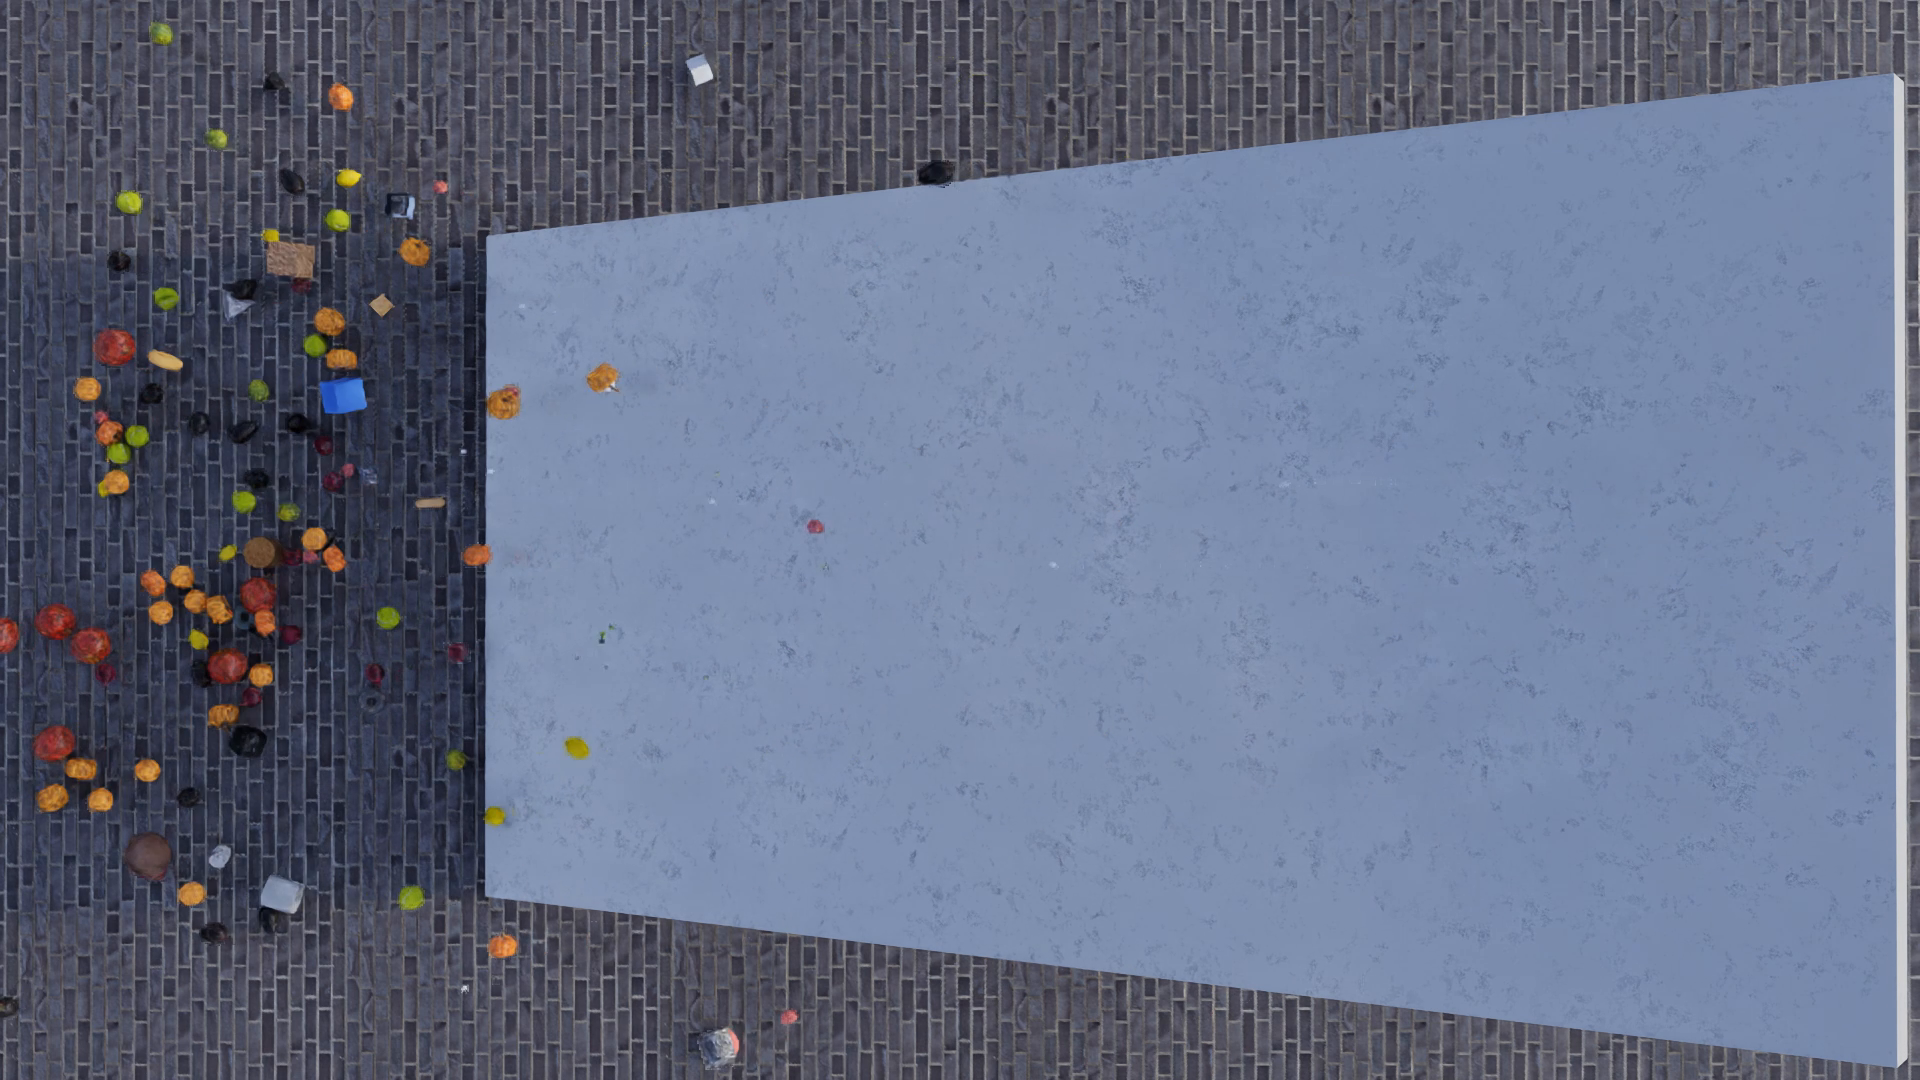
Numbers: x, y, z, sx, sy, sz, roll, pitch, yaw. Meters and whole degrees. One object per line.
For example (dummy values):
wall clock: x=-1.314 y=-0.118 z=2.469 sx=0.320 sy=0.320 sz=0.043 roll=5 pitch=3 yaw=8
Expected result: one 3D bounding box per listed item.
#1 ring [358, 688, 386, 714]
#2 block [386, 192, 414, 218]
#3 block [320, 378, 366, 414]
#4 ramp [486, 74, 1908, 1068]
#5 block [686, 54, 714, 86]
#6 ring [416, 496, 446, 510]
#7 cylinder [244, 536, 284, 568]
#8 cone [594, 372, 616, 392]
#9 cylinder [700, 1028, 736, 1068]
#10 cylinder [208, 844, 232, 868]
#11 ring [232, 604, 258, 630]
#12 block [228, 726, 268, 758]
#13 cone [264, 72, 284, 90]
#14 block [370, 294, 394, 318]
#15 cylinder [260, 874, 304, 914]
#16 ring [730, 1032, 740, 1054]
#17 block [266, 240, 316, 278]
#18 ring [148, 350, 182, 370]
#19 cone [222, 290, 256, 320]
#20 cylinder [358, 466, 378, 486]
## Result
ring: x=-1.798 y=0.493 z=6.723 sx=0.083 sy=0.028 sz=0.083 roll=0 pitch=89 yaw=1
block: x=-1.706 y=-1.019 z=6.699 sx=0.064 sy=0.064 sz=0.064 roll=2 pitch=85 yaw=7
block: x=-1.870 y=-0.438 z=6.666 sx=0.092 sy=0.092 sz=0.092 roll=-18 pitch=107 yaw=-41
ramp: x=0.251 y=0.069 z=5.581 sx=4.000 sy=0.100 sz=2.000 roll=0 pitch=89 yaw=34
block: x=-0.794 y=-1.435 z=6.710 sx=0.058 sy=0.058 sz=0.058 roll=-22 pitch=49 yaw=-4
ring: x=-1.611 y=-0.113 z=6.691 sx=0.089 sy=0.089 sz=0.030 roll=3 pitch=102 yaw=0
cylinder: x=-2.118 y=0.038 z=6.693 sx=0.094 sy=0.094 sz=0.094 roll=0 pitch=90 yaw=0
cone: x=-1.037 y=-0.459 z=6.358 sx=0.057 sy=0.057 sz=0.057 roll=0 pitch=89 yaw=34
cylinder: x=-0.729 y=1.533 z=6.631 sx=0.092 sy=0.092 sz=0.092 roll=-19 pitch=70 yaw=0
cylinder: x=-2.249 y=0.962 z=6.685 sx=0.051 sy=0.051 sz=0.051 roll=4 pitch=125 yaw=6
ring: x=-2.187 y=0.236 z=6.725 sx=0.080 sy=0.027 sz=0.080 roll=0 pitch=91 yaw=-3
block: x=-2.160 y=0.612 z=6.673 sx=0.071 sy=0.071 sz=0.071 roll=28 pitch=97 yaw=38
cone: x=-2.113 y=-1.392 z=6.738 sx=0.061 sy=0.061 sz=0.061 roll=-27 pitch=90 yaw=26
block: x=-1.761 y=-0.715 z=6.699 sx=0.052 sy=0.052 sz=0.052 roll=-42 pitch=103 yaw=-8
cylinder: x=-2.059 y=1.077 z=6.682 sx=0.097 sy=0.097 sz=0.097 roll=17 pitch=90 yaw=0
ring: x=-0.725 y=1.543 z=6.711 sx=0.102 sy=0.034 sz=0.102 roll=0 pitch=89 yaw=1
block: x=-2.024 y=-0.848 z=6.651 sx=0.099 sy=0.099 sz=0.099 roll=7 pitch=95 yaw=12
ring: x=-2.418 y=-0.545 z=6.691 sx=0.105 sy=0.105 sz=0.035 roll=24 pitch=97 yaw=0
cone: x=-2.197 y=-0.723 z=6.725 sx=0.096 sy=0.096 sz=0.096 roll=-10 pitch=89 yaw=-27
cylinder: x=-1.806 y=-0.196 z=6.704 sx=0.055 sy=0.055 sz=0.055 roll=-5 pitch=93 yaw=0
